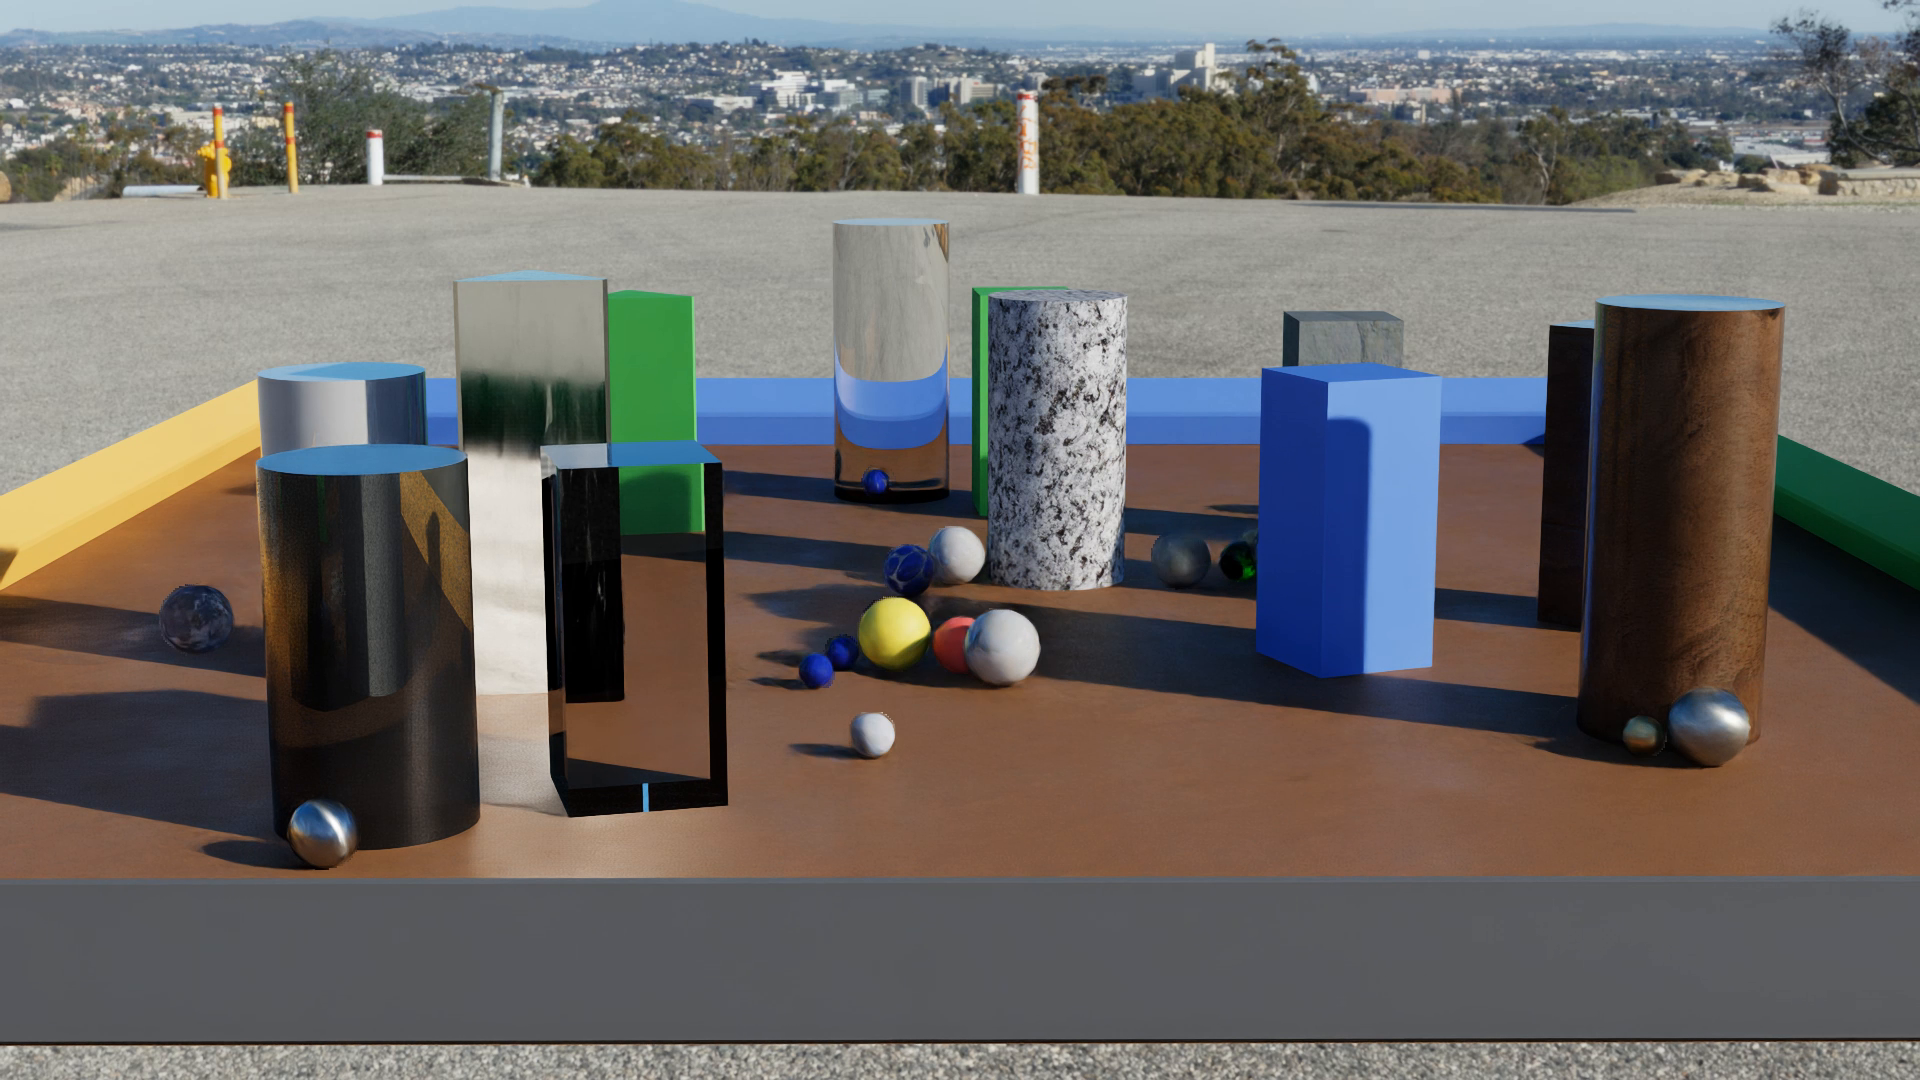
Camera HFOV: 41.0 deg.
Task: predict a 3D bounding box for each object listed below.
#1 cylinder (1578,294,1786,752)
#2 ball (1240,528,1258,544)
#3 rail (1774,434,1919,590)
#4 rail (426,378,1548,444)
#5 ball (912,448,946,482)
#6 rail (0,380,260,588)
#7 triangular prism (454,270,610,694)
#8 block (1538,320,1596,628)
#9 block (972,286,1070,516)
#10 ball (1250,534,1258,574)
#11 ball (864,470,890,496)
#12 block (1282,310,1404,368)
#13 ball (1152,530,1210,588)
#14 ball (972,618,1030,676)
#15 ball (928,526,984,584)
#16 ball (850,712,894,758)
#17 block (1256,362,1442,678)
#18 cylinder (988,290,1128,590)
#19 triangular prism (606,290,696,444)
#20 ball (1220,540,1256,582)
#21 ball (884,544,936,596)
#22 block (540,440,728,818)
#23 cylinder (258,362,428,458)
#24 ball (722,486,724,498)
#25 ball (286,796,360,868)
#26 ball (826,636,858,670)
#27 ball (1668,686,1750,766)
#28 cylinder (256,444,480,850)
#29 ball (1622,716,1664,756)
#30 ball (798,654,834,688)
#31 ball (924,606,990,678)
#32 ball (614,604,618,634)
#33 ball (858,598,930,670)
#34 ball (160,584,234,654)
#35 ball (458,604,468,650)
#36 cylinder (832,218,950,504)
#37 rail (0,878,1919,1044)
[{"bbox_3d":[0.786,-0.023,2.807,0.197,0.474,0.197,0,10,0],"label":"cylinder"},{"bbox_3d":[0.435,0.015,3.728,0.064,0.064,0.064,0,10,0],"label":"ball"},{"bbox_3d":[1.325,0.032,3.456,0.045,0.128,3.107,0,10,0],"label":"rail"},{"bbox_3d":[-0.009,-0.246,4.953,2.698,0.128,0.045,0,10,0],"label":"rail"},{"bbox_3d":[-0.055,-0.131,4.529,0.060,0.060,0.060,0,10,0],"label":"ball"},{"bbox_3d":[-1.325,0.034,3.441,0.045,0.128,3.107,0,10,0],"label":"rail"},{"bbox_3d":[-0.503,-0.072,3.046,0.171,0.484,0.148,-2,11,-9],"label":"triangular prism"},{"bbox_3d":[0.878,-0.086,3.371,0.158,0.393,0.158,10,15,44],"label":"block"},{"bbox_3d":[0.105,-0.232,4.246,0.158,0.360,0.158,-1,11,-4],"label":"block"},{"bbox_3d":[0.458,0.019,3.613,0.098,0.098,0.098,0,10,0],"label":"ball"},{"bbox_3d":[-0.139,-0.096,4.281,0.043,0.043,0.043,0,10,0],"label":"ball"},{"bbox_3d":[0.587,-0.173,3.969,0.158,0.347,0.158,0,10,-2],"label":"block"},{"bbox_3d":[0.312,0.027,3.613,0.082,0.082,0.082,0,10,0],"label":"ball"},{"bbox_3d":[0.049,0.128,3.044,0.069,0.069,0.069,0,10,0],"label":"ball"},{"bbox_3d":[-0.006,0.022,3.638,0.082,0.082,0.082,0,10,0],"label":"ball"},{"bbox_3d":[-0.093,0.208,2.731,0.048,0.048,0.048,0,10,0],"label":"ball"},{"bbox_3d":[0.475,-0.028,3.155,0.158,0.358,0.158,-4,11,-23],"label":"block"},{"bbox_3d":[0.138,-0.146,3.660,0.197,0.406,0.197,0,10,0],"label":"cylinder"},{"bbox_3d":[-0.522,-0.213,4.132,0.171,0.366,0.148,-3,11,-14],"label":"triangular prism"},{"bbox_3d":[0.400,0.030,3.663,0.058,0.058,0.058,0,10,0],"label":"ball"},{"bbox_3d":[-0.070,0.042,3.560,0.072,0.072,0.072,0,10,0],"label":"ball"},{"bbox_3d":[-0.328,0.085,2.578,0.158,0.346,0.158,-3,11,-15],"label":"block"},{"bbox_3d":[-0.743,-0.024,3.117,0.197,0.363,0.197,0,10,0],"label":"cylinder"},{"bbox_3d":[-0.421,-0.080,4.255,0.059,0.059,0.059,0,10,0],"label":"ball"},{"bbox_3d":[-0.585,0.268,2.358,0.065,0.065,0.065,0,10,0],"label":"ball"},{"bbox_3d":[-0.144,0.138,3.130,0.040,0.040,0.040,0,10,0],"label":"ball"},{"bbox_3d":[0.788,0.196,2.699,0.084,0.084,0.084,0,10,0],"label":"ball"},{"bbox_3d":[-0.568,0.098,2.474,0.197,0.357,0.197,0,10,0],"label":"cylinder"},{"bbox_3d":[0.726,0.208,2.727,0.043,0.043,0.043,0,10,0],"label":"ball"},{"bbox_3d":[-0.170,0.155,3.037,0.041,0.041,0.041,0,10,0],"label":"ball"},{"bbox_3d":[0.001,0.127,3.108,0.092,0.092,0.092,0,10,0],"label":"ball"},{"bbox_3d":[-0.474,0.098,3.186,0.099,0.099,0.099,0,10,0],"label":"ball"},{"bbox_3d":[-0.080,0.114,3.125,0.089,0.089,0.089,0,10,0],"label":"ball"},{"bbox_3d":[-0.954,0.099,3.209,0.087,0.087,0.087,0,10,0],"label":"ball"},{"bbox_3d":[-0.572,0.105,3.165,0.092,0.092,0.092,0,10,0],"label":"ball"},{"bbox_3d":[-0.116,-0.307,4.362,0.197,0.466,0.197,0,10,0],"label":"cylinder"},{"bbox_3d":[0.009,0.312,1.945,2.698,0.128,0.045,0,10,0],"label":"rail"}]
